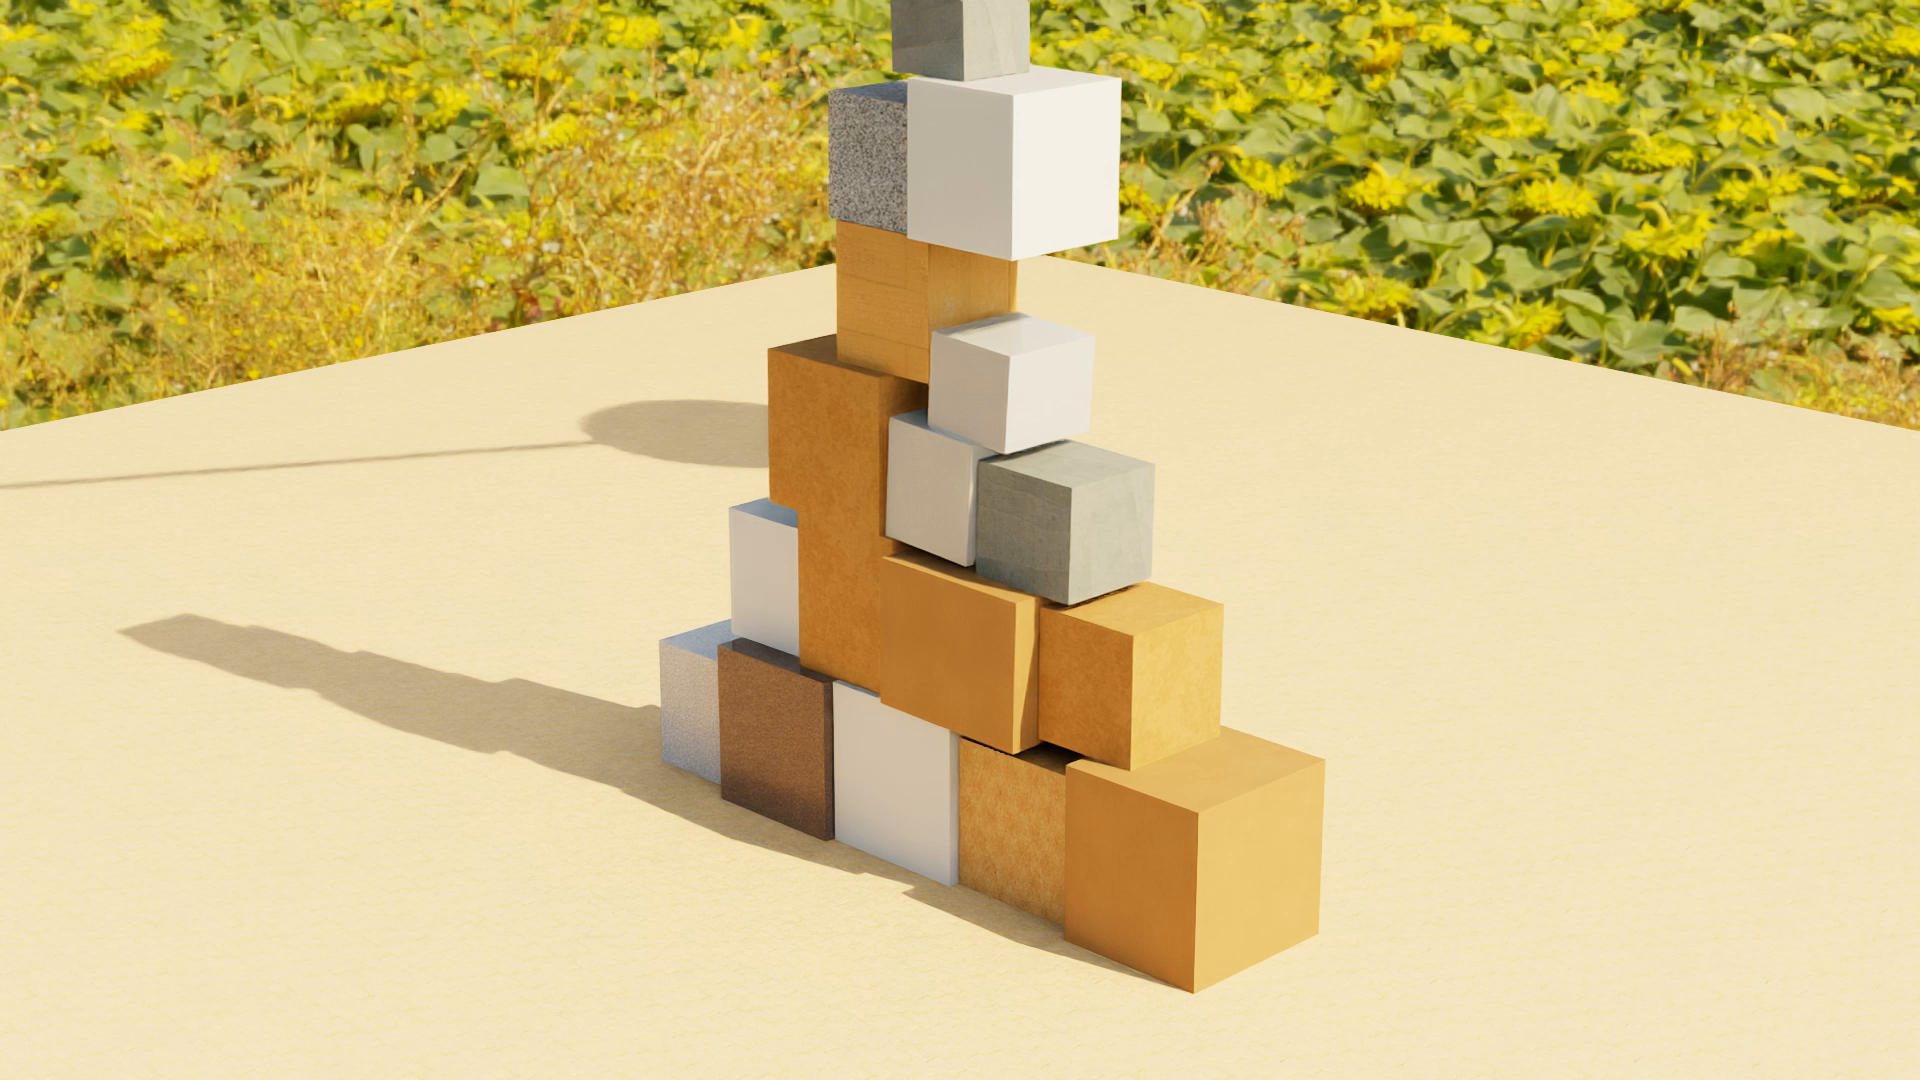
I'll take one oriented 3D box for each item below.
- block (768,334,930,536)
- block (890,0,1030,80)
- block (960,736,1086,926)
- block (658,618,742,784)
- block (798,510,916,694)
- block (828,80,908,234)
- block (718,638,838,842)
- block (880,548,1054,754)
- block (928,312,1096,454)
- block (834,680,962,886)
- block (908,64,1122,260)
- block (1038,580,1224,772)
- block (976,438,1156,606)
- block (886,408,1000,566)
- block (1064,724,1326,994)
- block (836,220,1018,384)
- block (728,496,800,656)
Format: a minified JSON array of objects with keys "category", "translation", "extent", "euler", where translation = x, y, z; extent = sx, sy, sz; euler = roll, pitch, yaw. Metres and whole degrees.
[{"category":"block","translation":[-0.376,-0.523,13.583],"extent":[0.706,0.737,0.745],"euler":[-17,24,-42]},{"category":"block","translation":[0.001,-2.233,12.614],"extent":[0.401,0.431,0.441],"euler":[-17,23,-42]},{"category":"block","translation":[0.489,1.233,13.227],"extent":[0.664,0.716,0.732],"euler":[-17,24,-42]},{"category":"block","translation":[-1.084,0.804,14.710],"extent":[0.601,0.646,0.577],"euler":[-17,24,-42]},{"category":"block","translation":[-0.301,0.226,13.702],"extent":[0.649,0.763,0.632],"euler":[-17,24,-42]},{"category":"block","translation":[-0.206,-1.709,13.035],"extent":[0.509,0.567,0.563],"euler":[-17,24,-42]},{"category":"block","translation":[-0.608,0.876,14.230],"extent":[0.823,0.795,0.754],"euler":[-17,24,-42]},{"category":"block","translation":[0.234,0.417,13.213],"extent":[0.835,0.698,0.836],"euler":[-17,25,-42]},{"category":"block","translation":[0.224,-0.696,12.865],"extent":[0.534,0.438,0.477],"euler":[-17,28,-42]},{"category":"block","translation":[-0.049,1.037,13.726],"extent":[0.763,0.792,0.766],"euler":[-17,24,-42]},{"category":"block","translation":[0.230,-1.639,12.614],"extent":[0.660,0.695,0.630],"euler":[-17,24,-42]},{"category":"block","translation":[0.742,0.573,12.765],"extent":[0.543,0.611,0.587],"euler":[17,24,42]},{"category":"block","translation":[0.459,-0.091,12.814],"extent":[0.533,0.524,0.559],"euler":[-17,25,-42]},{"category":"block","translation":[0.069,-0.279,13.155],"extent":[0.600,0.558,0.517],"euler":[-17,28,-42]},{"category":"block","translation":[1.012,1.345,12.698],"extent":[0.836,0.820,0.747],"euler":[-17,24,-42]},{"category":"block","translation":[-0.149,-1.117,13.174],"extent":[0.561,0.646,0.587],"euler":[-17,24,-42]},{"category":"block","translation":[-0.713,0.149,14.154],"extent":[0.555,0.638,0.567],"euler":[-17,24,-42]}]
